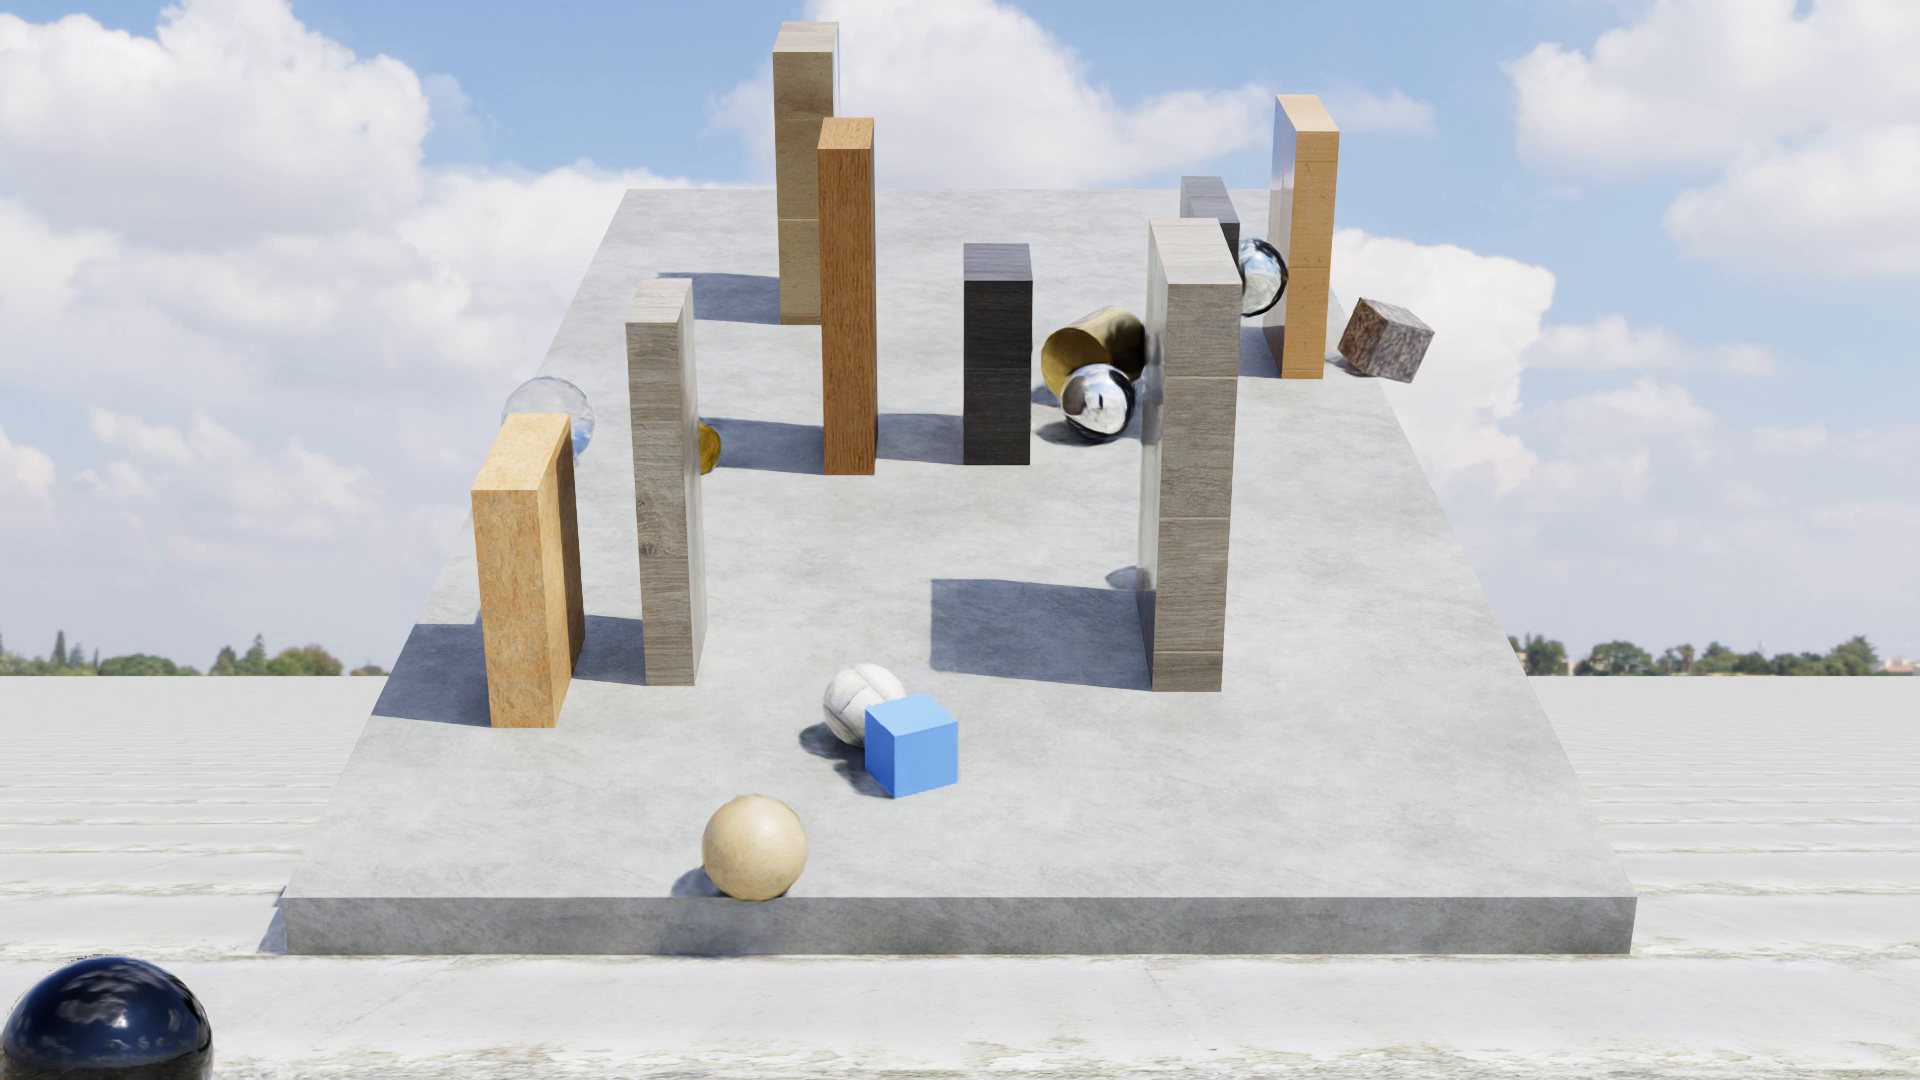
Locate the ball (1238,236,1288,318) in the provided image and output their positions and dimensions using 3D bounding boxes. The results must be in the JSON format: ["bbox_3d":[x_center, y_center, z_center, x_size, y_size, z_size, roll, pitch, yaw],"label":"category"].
[{"bbox_3d":[0.671,-0.615,5.429,0.187,0.187,0.187,0,-3,0],"label":"ball"}]

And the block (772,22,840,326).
[{"bbox_3d":[-0.382,-0.936,5.906,0.144,0.691,0.377,0,24,0],"label":"block"}]

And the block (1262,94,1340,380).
[{"bbox_3d":[0.813,-0.730,5.559,0.098,0.596,0.371,0,24,0],"label":"block"}]

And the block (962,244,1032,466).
[{"bbox_3d":[0.079,-0.405,5.039,0.143,0.415,0.274,0,24,0],"label":"block"}]

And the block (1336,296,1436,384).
[{"bbox_3d":[1.022,-0.479,5.571,0.141,0.141,0.141,10,25,-27],"label":"block"}]

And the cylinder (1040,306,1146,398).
[{"bbox_3d":[0.315,-0.425,5.369,0.189,0.189,0.189,-2,18,36],"label":"cylinder"}]

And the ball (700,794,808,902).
[{"bbox_3d":[-0.301,0.451,3.396,0.157,0.157,0.157,0,-3,0],"label":"ball"}]

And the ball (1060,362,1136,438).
[{"bbox_3d":[0.305,-0.309,5.130,0.165,0.165,0.165,0,-3,0],"label":"ball"}]

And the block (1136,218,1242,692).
[{"bbox_3d":[0.393,-0.152,4.056,0.120,0.737,0.390,0,24,0],"label":"block"}]

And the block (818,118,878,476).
[{"bbox_3d":[-0.235,-0.516,4.924,0.106,0.707,0.271,0,24,0],"label":"block"}]

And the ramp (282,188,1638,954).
[{"bbox_3d":[-0.008,-0.227,5.273,2.000,0.100,4.000,0,24,0],"label":"ramp"}]

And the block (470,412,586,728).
[{"bbox_3d":[-0.734,0.047,3.976,0.106,0.433,0.355,0,24,0],"label":"block"}]

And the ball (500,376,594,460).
[{"bbox_3d":[-0.879,-0.250,4.948,0.198,0.198,0.198,0,-3,0],"label":"ball"}]

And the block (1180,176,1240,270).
[{"bbox_3d":[0.549,-0.522,5.201,0.089,0.500,0.389,0,24,0],"label":"block"}]

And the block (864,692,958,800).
[{"bbox_3d":[-0.079,0.330,3.730,0.112,0.112,0.112,-12,26,-25],"label":"block"}]

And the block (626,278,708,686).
[{"bbox_3d":[-0.504,-0.098,4.020,0.084,0.664,0.242,0,24,0],"label":"block"}]

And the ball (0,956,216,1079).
[{"bbox_3d":[-0.734,0.447,1.995,0.178,0.178,0.178,0,-3,0],"label":"ball"}]

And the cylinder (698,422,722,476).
[{"bbox_3d":[-0.587,-0.204,4.955,0.109,0.109,0.109,22,12,41],"label":"cylinder"}]

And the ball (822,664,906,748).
[{"bbox_3d":[-0.157,0.273,3.829,0.139,0.139,0.139,0,-3,0],"label":"ball"}]
